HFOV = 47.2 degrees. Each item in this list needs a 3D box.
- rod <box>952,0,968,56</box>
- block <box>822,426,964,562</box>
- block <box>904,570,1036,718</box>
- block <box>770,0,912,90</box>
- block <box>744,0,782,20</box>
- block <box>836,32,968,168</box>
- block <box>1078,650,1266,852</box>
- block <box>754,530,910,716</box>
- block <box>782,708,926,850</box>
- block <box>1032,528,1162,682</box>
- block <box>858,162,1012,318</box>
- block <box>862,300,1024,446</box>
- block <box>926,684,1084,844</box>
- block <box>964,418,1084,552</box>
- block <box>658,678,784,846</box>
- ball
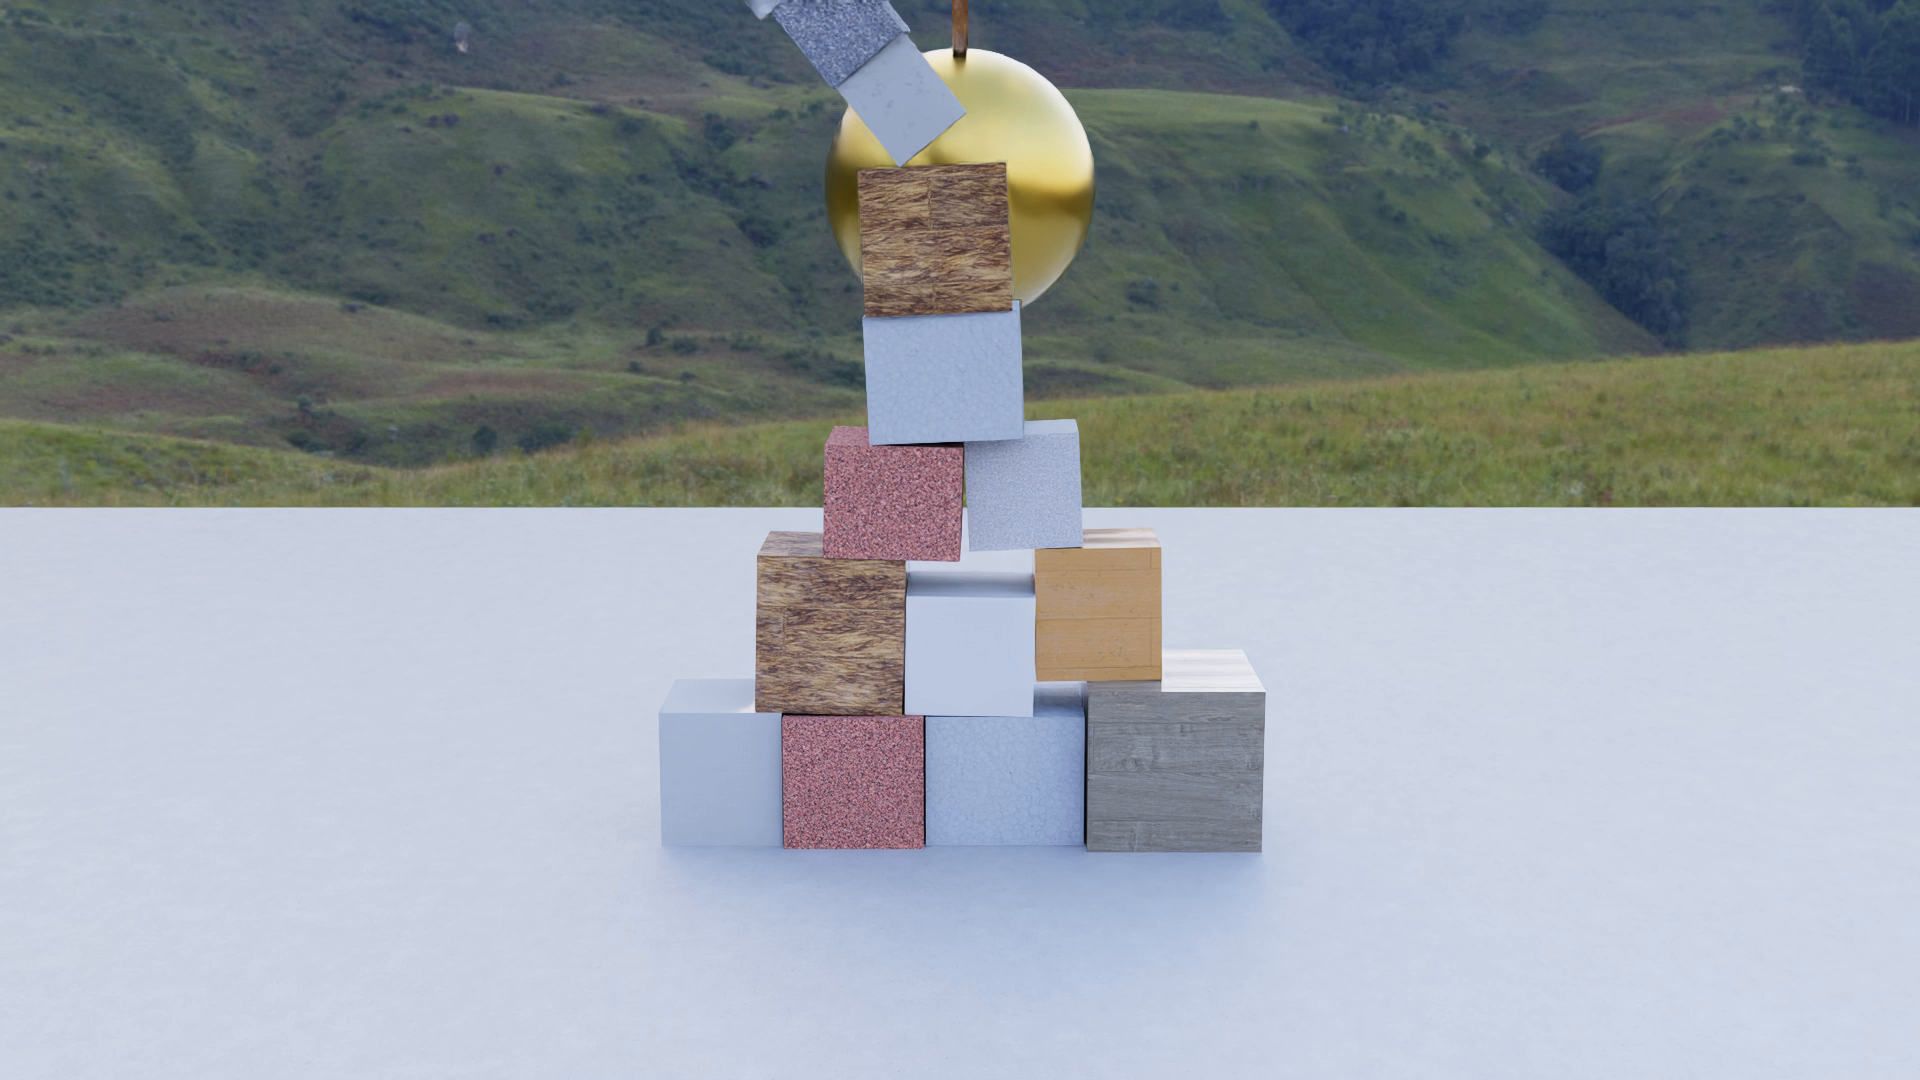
[{"bbox_3d":[0.000,-4.999,11.185,0.080,5.200,0.080,0,31,0],"label":"rod"},{"bbox_3d":[-0.325,-0.242,11.110,0.676,0.562,0.704,2,10,0],"label":"block"},{"bbox_3d":[0.051,0.521,11.279,0.641,0.606,0.681,1,10,0],"label":"block"},{"bbox_3d":[-0.576,-2.535,10.750,0.438,0.470,0.481,-38,8,11],"label":"block"},{"bbox_3d":[-0.880,-2.841,10.686,0.449,0.399,0.491,-37,8,15],"label":"block"},{"bbox_3d":[-0.281,-2.161,10.810,0.422,0.489,0.401,-38,8,7],"label":"block"},{"bbox_3d":[1.070,1.072,11.358,0.872,0.826,0.912,0,10,0],"label":"block"},{"bbox_3d":[-0.641,0.416,11.240,0.734,0.797,0.691,2,10,0],"label":"block"},{"bbox_3d":[-0.533,1.148,11.377,0.701,0.671,0.822,0,10,0],"label":"block"},{"bbox_3d":[0.695,0.324,11.262,0.631,0.677,0.555,-1,10,1],"label":"block"},{"bbox_3d":[-0.113,-1.492,10.850,0.708,0.702,0.682,-3,10,1],"label":"block"},{"bbox_3d":[-0.069,-0.844,10.986,0.748,0.625,0.663,-2,10,3],"label":"block"},{"bbox_3d":[0.226,1.150,11.396,0.796,0.661,0.708,0,10,0],"label":"block"},{"bbox_3d":[0.320,-0.283,11.154,0.569,0.574,0.529,-3,10,2],"label":"block"},{"bbox_3d":[-1.198,1.138,11.378,0.613,0.689,0.709,0,10,0],"label":"block"},{"bbox_3d":[0.000,-2.071,12.912,1.600,1.600,1.600,0,10,0],"label":"ball"}]
